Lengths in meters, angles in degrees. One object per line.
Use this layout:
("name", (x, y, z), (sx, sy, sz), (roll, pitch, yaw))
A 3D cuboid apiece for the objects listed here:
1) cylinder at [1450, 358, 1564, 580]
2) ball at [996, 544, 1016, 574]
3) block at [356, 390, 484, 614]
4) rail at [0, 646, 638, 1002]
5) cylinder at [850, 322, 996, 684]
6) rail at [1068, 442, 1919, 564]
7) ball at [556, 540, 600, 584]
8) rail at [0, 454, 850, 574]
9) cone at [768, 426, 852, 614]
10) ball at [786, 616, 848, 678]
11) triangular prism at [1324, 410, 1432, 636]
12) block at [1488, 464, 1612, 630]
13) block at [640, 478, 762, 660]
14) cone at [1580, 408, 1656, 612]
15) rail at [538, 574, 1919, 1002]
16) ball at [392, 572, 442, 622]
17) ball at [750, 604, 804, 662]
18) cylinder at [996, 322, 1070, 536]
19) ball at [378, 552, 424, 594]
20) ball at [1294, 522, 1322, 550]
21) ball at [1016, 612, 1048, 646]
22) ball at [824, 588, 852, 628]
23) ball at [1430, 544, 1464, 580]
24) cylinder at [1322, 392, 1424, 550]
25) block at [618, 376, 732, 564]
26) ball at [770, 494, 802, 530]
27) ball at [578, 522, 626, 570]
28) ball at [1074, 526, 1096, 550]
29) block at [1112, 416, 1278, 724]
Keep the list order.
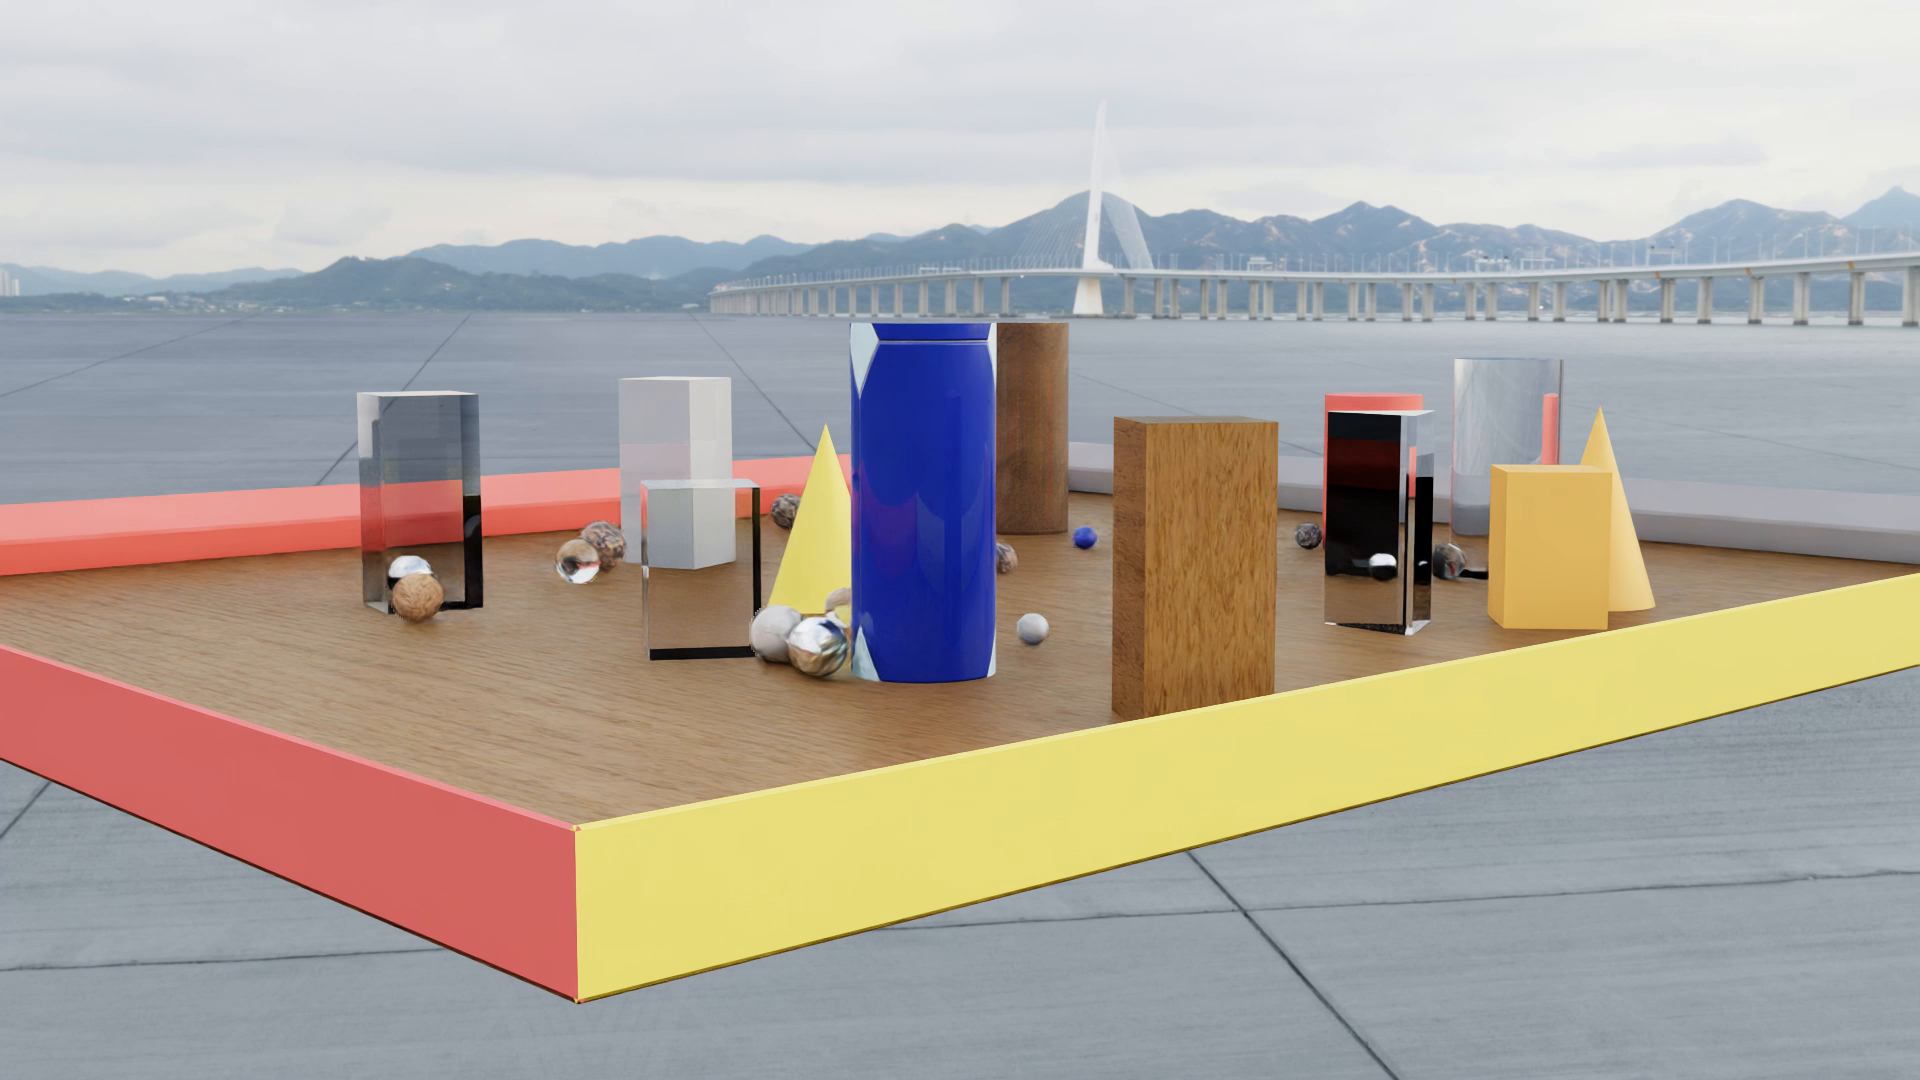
("cylinder", (0.896, -0.120, 3.610), (0.175, 0.354, 0.175), (0, 6, 0))
("ball", (0.068, 0.031, 3.623), (0.050, 0.050, 0.050), (0, 6, 0))
("block", (-0.794, -0.059, 3.234), (0.140, 0.313, 0.140), (-3, 7, -29))
("rail", (-1.085, 0.137, 2.337), (0.045, 0.114, 2.536), (-6, 8, -42))
("cylinder", (-0.044, -0.050, 2.645), (0.175, 0.421, 0.175), (0, 6, 0))
("rail", (1.085, -0.078, 4.329), (0.045, 0.114, 2.536), (-6, 8, -42))
("ball", (-0.609, 0.034, 3.503), (0.070, 0.070, 0.070), (0, 6, 0))
("rail", (-0.844, -0.068, 4.242), (3.001, 0.114, 0.045), (-6, 8, -42))
("cone", (-0.197, -0.038, 3.239), (0.175, 0.269, 0.175), (0, 6, 0))
("ball", (-0.170, 0.128, 2.624), (0.073, 0.073, 0.073), (0, 6, 0))
("triangular prism", (0.607, -0.029, 3.039), (0.131, 0.296, 0.152), (-5, 8, -39))
("block", (0.822, 0.007, 3.074), (0.140, 0.215, 0.140), (0, 6, 5))
("block", (-0.333, 0.035, 2.819), (0.140, 0.215, 0.140), (-1, 6, -11))
("cone", (0.945, -0.053, 3.261), (0.175, 0.294, 0.175), (0, 6, 0))
("rail", (0.844, 0.128, 2.424), (3.001, 0.114, 0.045), (-6, 8, -42))
("ball", (-0.760, 0.080, 3.082), (0.069, 0.069, 0.069), (0, 6, 0))
("ball", (-0.225, 0.116, 2.735), (0.072, 0.072, 0.072), (0, 6, 0))
("cylinder", (0.125, -0.220, 4.292), (0.175, 0.408, 0.175), (0, 6, 0))
("ball", (-0.848, 0.052, 3.340), (0.069, 0.069, 0.069), (0, 6, 0))
("ball", (0.633, -0.009, 3.993), (0.050, 0.050, 0.050), (0, 6, 0))
("ball", (0.095, 0.116, 2.871), (0.042, 0.042, 0.042), (0, 6, 0))
("ball", (-0.159, 0.093, 3.032), (0.055, 0.055, 0.055), (0, 6, 0))
("ball", (0.783, 0.036, 3.543), (0.058, 0.058, 0.058), (0, 6, 0))
("cylinder", (0.749, -0.124, 3.994), (0.175, 0.279, 0.175), (0, 6, 0))
("block", (-0.491, -0.122, 3.811), (0.140, 0.315, 0.140), (3, 7, 24))
("ball", (-0.338, -0.056, 4.338), (0.072, 0.072, 0.072), (0, 6, 0))
("ball", (-0.599, 0.010, 3.675), (0.081, 0.081, 0.081), (0, 6, 0))
("ball", (0.227, -0.004, 3.986), (0.043, 0.043, 0.043), (0, 6, 0))
("block", (0.248, 0.032, 2.342), (0.140, 0.322, 0.140), (-1, 6, -10))
